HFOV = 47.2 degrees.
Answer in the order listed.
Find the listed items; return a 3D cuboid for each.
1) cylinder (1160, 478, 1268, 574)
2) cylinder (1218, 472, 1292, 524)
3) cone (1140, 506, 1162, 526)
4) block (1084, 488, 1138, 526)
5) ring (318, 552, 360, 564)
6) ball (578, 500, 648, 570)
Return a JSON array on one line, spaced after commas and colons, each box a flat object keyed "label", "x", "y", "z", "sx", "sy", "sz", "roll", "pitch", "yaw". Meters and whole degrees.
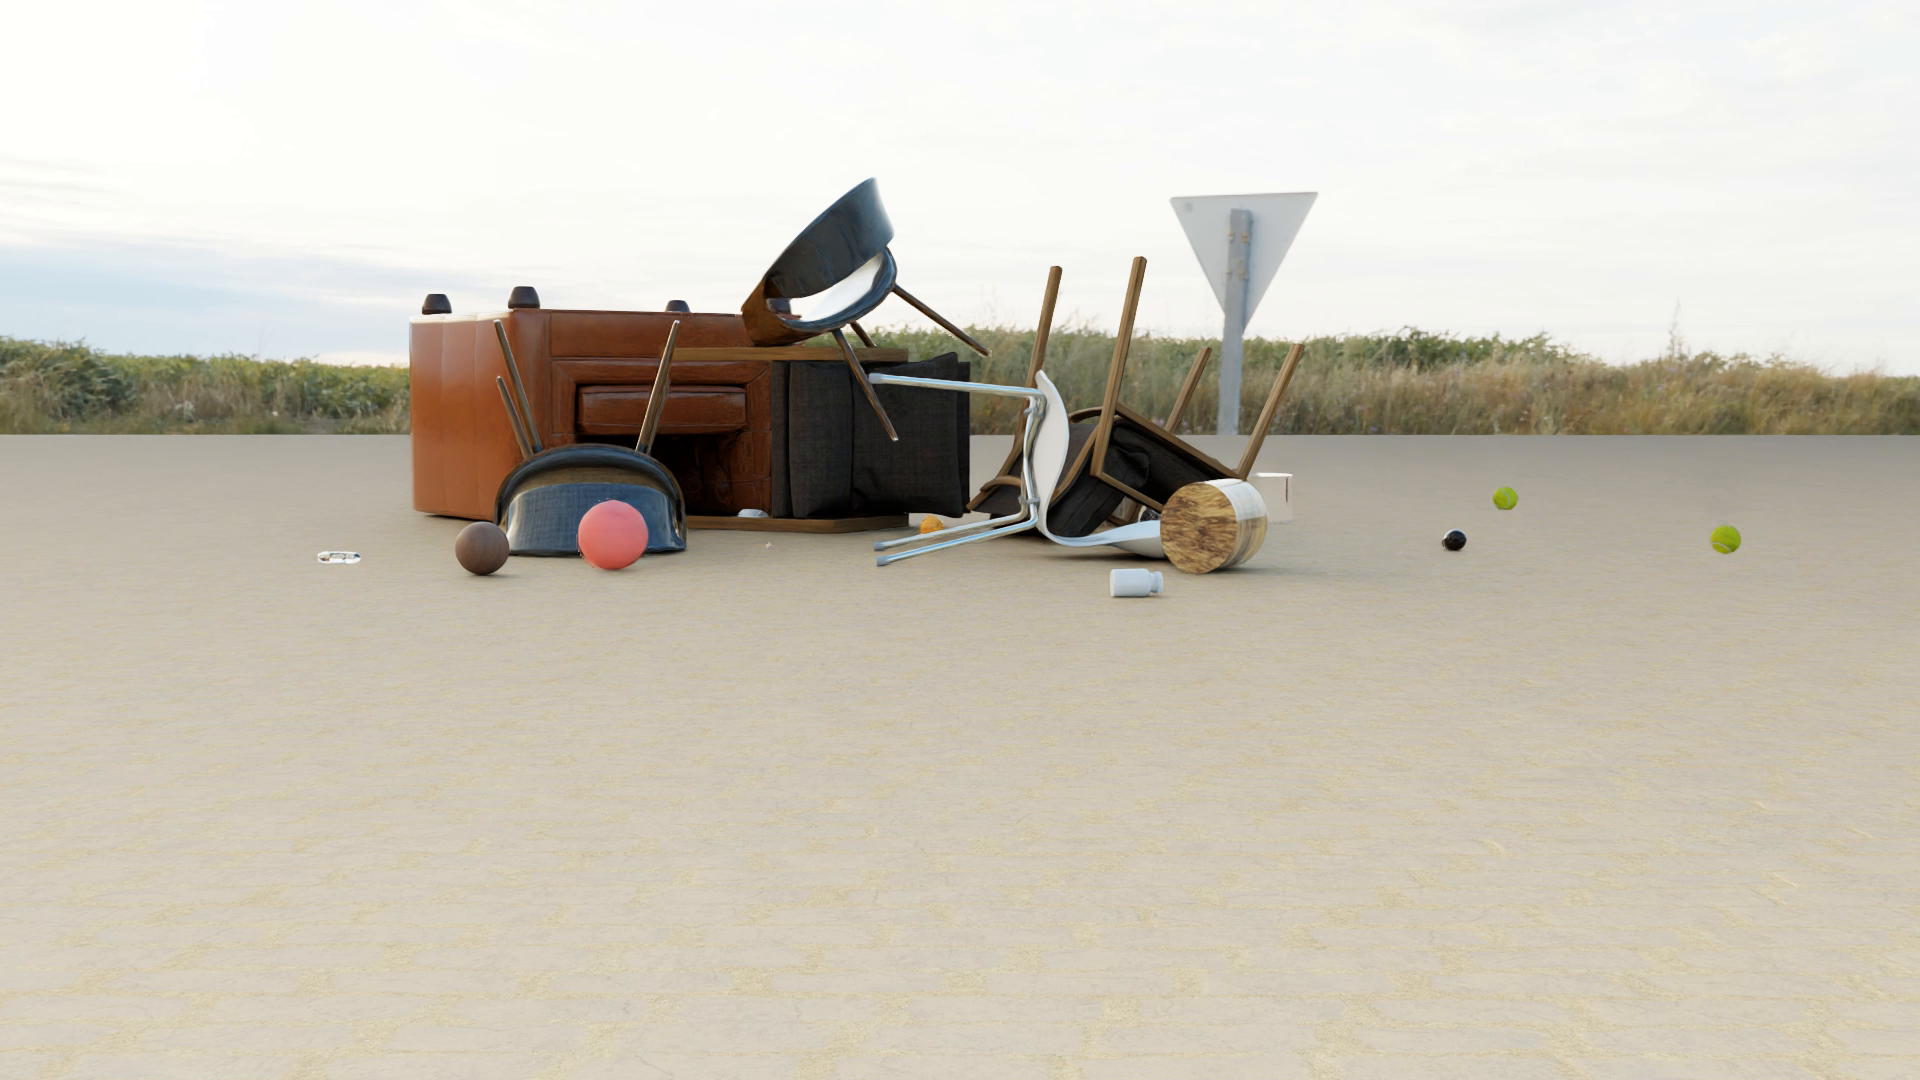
[{"label": "cylinder", "x": 0.632, "y": -0.037, "z": 5.460, "sx": 0.197, "sy": 0.224, "sz": 0.249, "roll": 10, "pitch": 8, "yaw": 24}, {"label": "cylinder", "x": 1.003, "y": -0.143, "z": 7.465, "sx": 0.244, "sy": 0.159, "sz": 0.294, "roll": -1, "pitch": 4, "yaw": -8}, {"label": "cone", "x": 0.648, "y": -0.061, "z": 7.175, "sx": 0.103, "sy": 0.085, "sz": 0.061, "roll": 20, "pitch": 44, "yaw": -9}, {"label": "block", "x": 0.498, "y": -0.106, "z": 7.237, "sx": 0.157, "sy": 0.117, "sz": 0.134, "roll": 0, "pitch": 4, "yaw": -6}, {"label": "ring", "x": -1.606, "y": 0.046, "z": 5.685, "sx": 0.111, "sy": 0.027, "sz": 0.049, "roll": 1, "pitch": 2, "yaw": 1}, {"label": "ball", "x": -0.861, "y": -0.012, "z": 5.454, "sx": 0.173, "sy": 0.173, "sz": 0.173, "roll": 0, "pitch": 4, "yaw": 0}]
